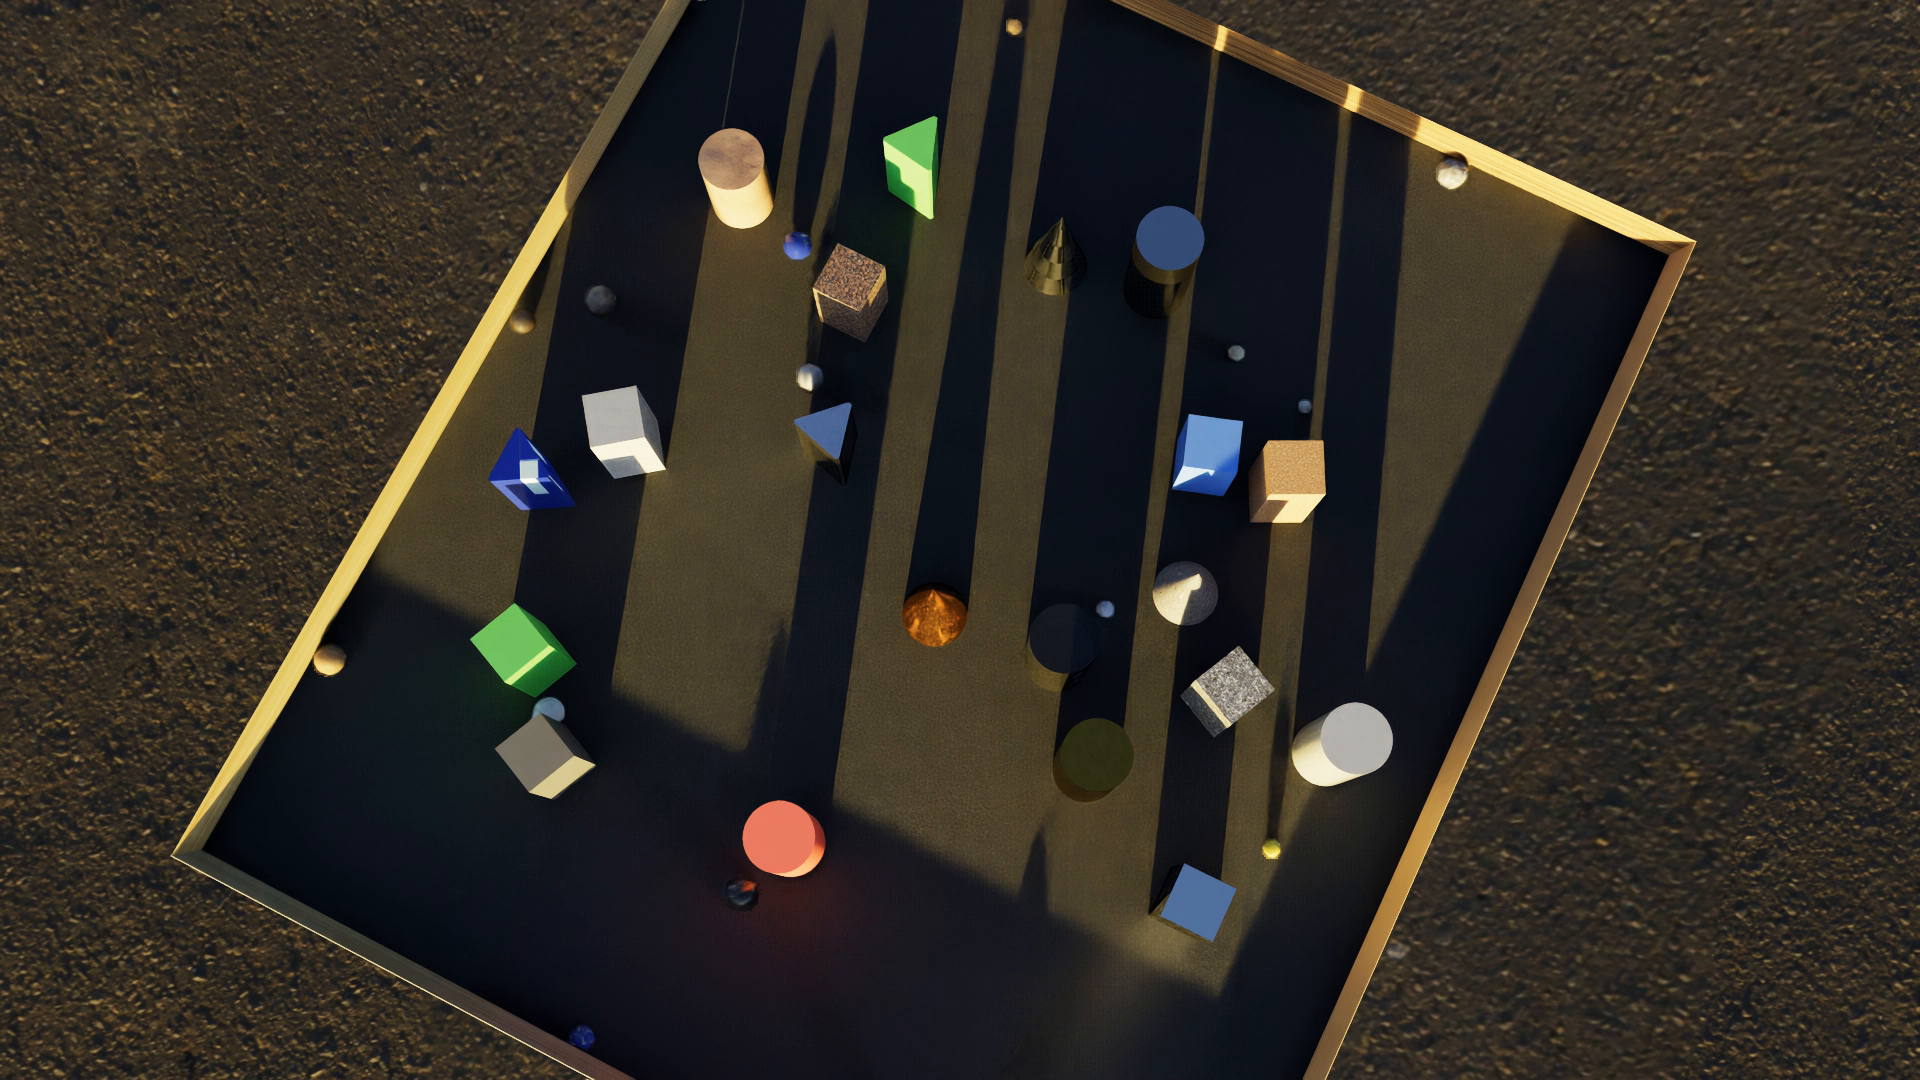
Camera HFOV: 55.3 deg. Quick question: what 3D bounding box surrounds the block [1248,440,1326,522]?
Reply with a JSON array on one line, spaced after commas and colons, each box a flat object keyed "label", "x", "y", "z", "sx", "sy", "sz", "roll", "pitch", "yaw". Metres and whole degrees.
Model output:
[{"label": "block", "x": 0.970, "y": -0.171, "z": 5.459, "sx": 0.159, "sy": 0.378, "sz": 0.159, "roll": 0, "pitch": 78, "yaw": 0}]

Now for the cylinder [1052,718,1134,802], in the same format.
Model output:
[{"label": "cylinder", "x": 0.375, "y": 0.635, "z": 5.235, "sx": 0.199, "sy": 0.490, "sz": 0.199, "roll": 0, "pitch": 78, "yaw": 0}]

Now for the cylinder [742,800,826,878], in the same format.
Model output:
[{"label": "cylinder", "x": -0.498, "y": 0.857, "z": 5.235, "sx": 0.199, "sy": 0.400, "sz": 0.199, "roll": 0, "pitch": 78, "yaw": 0}]

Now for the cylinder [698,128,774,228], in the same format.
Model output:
[{"label": "cylinder", "x": -0.691, "y": -1.119, "z": 5.689, "sx": 0.199, "sy": 0.311, "sz": 0.199, "roll": 0, "pitch": 78, "yaw": 0}]

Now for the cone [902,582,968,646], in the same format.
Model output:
[{"label": "cone", "x": -0.076, "y": 0.182, "z": 5.362, "sx": 0.199, "sy": 0.424, "sz": 0.199, "roll": 0, "pitch": 78, "yaw": 0}]

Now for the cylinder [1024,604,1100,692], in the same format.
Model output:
[{"label": "cylinder", "x": 0.294, "y": 0.318, "z": 5.339, "sx": 0.199, "sy": 0.415, "sz": 0.199, "roll": 0, "pitch": 78, "yaw": 0}]

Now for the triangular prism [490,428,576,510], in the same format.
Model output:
[{"label": "triangular prism", "x": -1.273, "y": -0.212, "z": 5.465, "sx": 0.172, "sy": 0.383, "sz": 0.149, "roll": -4, "pitch": 78, "yaw": -1}]

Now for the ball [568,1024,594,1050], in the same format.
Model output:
[{"label": "ball", "x": -1.092, "y": 1.434, "z": 5.283, "sx": 0.073, "sy": 0.073, "sz": 0.073, "roll": 0, "pitch": 78, "yaw": 0}]

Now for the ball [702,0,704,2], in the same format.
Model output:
[{"label": "ball", "x": -0.837, "y": -1.778, "z": 5.959, "sx": 0.050, "sy": 0.050, "sz": 0.050, "roll": 0, "pitch": 78, "yaw": 0}]

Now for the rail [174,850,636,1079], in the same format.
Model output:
[{"label": "rail", "x": -0.821, "y": 1.615, "z": 5.215, "sx": 3.242, "sy": 0.129, "sz": 0.045, "roll": 26, "pitch": 80, "yaw": 5}]

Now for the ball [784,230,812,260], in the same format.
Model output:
[{"label": "ball", "x": -0.510, "y": -0.928, "z": 5.762, "sx": 0.092, "sy": 0.092, "sz": 0.092, "roll": 0, "pitch": 78, "yaw": 0}]

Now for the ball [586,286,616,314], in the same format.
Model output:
[{"label": "ball", "x": -1.121, "y": -0.749, "z": 5.726, "sx": 0.090, "sy": 0.090, "sz": 0.090, "roll": 0, "pitch": 78, "yaw": 0}]

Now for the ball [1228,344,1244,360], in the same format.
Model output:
[{"label": "ball", "x": 0.861, "y": -0.584, "z": 5.712, "sx": 0.051, "sy": 0.051, "sz": 0.051, "roll": 0, "pitch": 78, "yaw": 0}]

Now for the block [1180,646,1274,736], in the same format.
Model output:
[{"label": "block", "x": 0.774, "y": 0.445, "z": 5.334, "sx": 0.159, "sy": 0.372, "sz": 0.159, "roll": -37, "pitch": 81, "yaw": -7}]

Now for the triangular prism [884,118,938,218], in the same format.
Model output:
[{"label": "triangular prism", "x": -0.116, "y": -1.169, "z": 5.662, "sx": 0.172, "sy": 0.385, "sz": 0.149, "roll": 35, "pitch": 80, "yaw": 7}]

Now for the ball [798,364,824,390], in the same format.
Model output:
[{"label": "ball", "x": -0.464, "y": -0.505, "z": 5.680, "sx": 0.081, "sy": 0.081, "sz": 0.081, "roll": 0, "pitch": 78, "yaw": 0}]

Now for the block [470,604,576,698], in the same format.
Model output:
[{"label": "block", "x": -1.270, "y": 0.327, "z": 5.354, "sx": 0.159, "sy": 0.383, "sz": 0.159, "roll": -40, "pitch": 81, "yaw": -8}]

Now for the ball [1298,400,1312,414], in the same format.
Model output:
[{"label": "ball", "x": 1.069, "y": -0.412, "z": 5.681, "sx": 0.041, "sy": 0.041, "sz": 0.041, "roll": 0, "pitch": 78, "yaw": 0}]

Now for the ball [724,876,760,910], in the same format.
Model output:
[{"label": "ball", "x": -0.636, "y": 1.030, "z": 5.353, "sx": 0.099, "sy": 0.099, "sz": 0.099, "roll": 0, "pitch": 78, "yaw": 0}]

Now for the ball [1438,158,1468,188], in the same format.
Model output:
[{"label": "ball", "x": 1.561, "y": -1.162, "z": 5.809, "sx": 0.094, "sy": 0.094, "sz": 0.094, "roll": 0, "pitch": 78, "yaw": 0}]

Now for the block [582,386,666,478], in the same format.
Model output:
[{"label": "block", "x": -1.003, "y": -0.319, "z": 5.489, "sx": 0.159, "sy": 0.380, "sz": 0.159, "roll": -11, "pitch": 79, "yaw": -2}]

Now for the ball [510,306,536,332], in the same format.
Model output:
[{"label": "ball", "x": -1.363, "y": -0.686, "z": 5.718, "sx": 0.081, "sy": 0.081, "sz": 0.081, "roll": 0, "pitch": 78, "yaw": 0}]

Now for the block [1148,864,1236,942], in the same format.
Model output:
[{"label": "block", "x": 0.660, "y": 1.036, "z": 5.231, "sx": 0.159, "sy": 0.336, "sz": 0.159, "roll": 26, "pitch": 79, "yaw": 5}]

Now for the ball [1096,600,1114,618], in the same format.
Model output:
[{"label": "ball", "x": 0.438, "y": 0.209, "z": 5.547, "sx": 0.052, "sy": 0.052, "sz": 0.052, "roll": 0, "pitch": 78, "yaw": 0}]

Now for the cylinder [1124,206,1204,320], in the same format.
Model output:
[{"label": "cylinder", "x": 0.614, "y": -0.836, "z": 5.563, "sx": 0.199, "sy": 0.444, "sz": 0.199, "roll": 0, "pitch": 78, "yaw": 0}]

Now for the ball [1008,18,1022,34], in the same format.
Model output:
[{"label": "ball", "x": 0.178, "y": -1.662, "z": 5.935, "sx": 0.050, "sy": 0.050, "sz": 0.050, "roll": 0, "pitch": 78, "yaw": 0}]

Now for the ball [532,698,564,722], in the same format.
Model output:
[{"label": "ball", "x": -1.226, "y": 0.515, "z": 5.462, "sx": 0.094, "sy": 0.094, "sz": 0.094, "roll": 0, "pitch": 78, "yaw": 0}]

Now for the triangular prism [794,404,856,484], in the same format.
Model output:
[{"label": "triangular prism", "x": -0.370, "y": -0.312, "z": 5.509, "sx": 0.172, "sy": 0.337, "sz": 0.149, "roll": 41, "pitch": 81, "yaw": 8}]

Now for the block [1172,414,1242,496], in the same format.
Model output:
[{"label": "block", "x": 0.742, "y": -0.253, "z": 5.519, "sx": 0.159, "sy": 0.293, "sz": 0.159, "roll": 8, "pitch": 78, "yaw": 2}]

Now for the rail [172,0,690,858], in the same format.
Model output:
[{"label": "rail", "x": -1.429, "y": -0.693, "z": 5.693, "sx": 0.045, "sy": 0.129, "sz": 3.720, "roll": 26, "pitch": 80, "yaw": 5}]

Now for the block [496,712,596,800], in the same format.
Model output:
[{"label": "block", "x": -1.196, "y": 0.630, "z": 5.316, "sx": 0.159, "sy": 0.334, "sz": 0.159, "roll": -39, "pitch": 81, "yaw": -7}]

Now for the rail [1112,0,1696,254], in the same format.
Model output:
[{"label": "rail", "x": 0.821, "y": -1.602, "z": 5.881, "sx": 3.242, "sy": 0.129, "sz": 0.045, "roll": 26, "pitch": 80, "yaw": 5}]

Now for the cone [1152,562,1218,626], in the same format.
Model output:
[{"label": "cone", "x": 0.687, "y": 0.130, "z": 5.428, "sx": 0.199, "sy": 0.316, "sz": 0.199, "roll": 0, "pitch": 78, "yaw": 0}]

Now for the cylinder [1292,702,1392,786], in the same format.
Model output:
[{"label": "cylinder", "x": 1.093, "y": 0.592, "z": 5.266, "sx": 0.199, "sy": 0.447, "sz": 0.199, "roll": 0, "pitch": 78, "yaw": 0}]

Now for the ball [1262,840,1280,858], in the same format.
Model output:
[{"label": "ball", "x": 0.919, "y": 0.908, "z": 5.402, "sx": 0.053, "sy": 0.053, "sz": 0.053, "roll": 0, "pitch": 78, "yaw": 0}]

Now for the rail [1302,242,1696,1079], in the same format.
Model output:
[{"label": "rail", "x": 1.429, "y": 0.706, "z": 5.403, "sx": 0.045, "sy": 0.129, "sz": 3.720, "roll": 26, "pitch": 80, "yaw": 5}]

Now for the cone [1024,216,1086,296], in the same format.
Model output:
[{"label": "cone", "x": 0.302, "y": -0.910, "z": 5.594, "sx": 0.199, "sy": 0.413, "sz": 0.199, "roll": 0, "pitch": 78, "yaw": 0}]

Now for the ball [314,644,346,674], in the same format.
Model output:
[{"label": "ball", "x": -1.890, "y": 0.357, "z": 5.496, "sx": 0.092, "sy": 0.092, "sz": 0.092, "roll": 0, "pitch": 78, "yaw": 0}]

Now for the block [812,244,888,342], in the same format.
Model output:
[{"label": "block", "x": -0.332, "y": -0.754, "z": 5.618, "sx": 0.159, "sy": 0.303, "sz": 0.159, "roll": 27, "pitch": 80, "yaw": 5}]
